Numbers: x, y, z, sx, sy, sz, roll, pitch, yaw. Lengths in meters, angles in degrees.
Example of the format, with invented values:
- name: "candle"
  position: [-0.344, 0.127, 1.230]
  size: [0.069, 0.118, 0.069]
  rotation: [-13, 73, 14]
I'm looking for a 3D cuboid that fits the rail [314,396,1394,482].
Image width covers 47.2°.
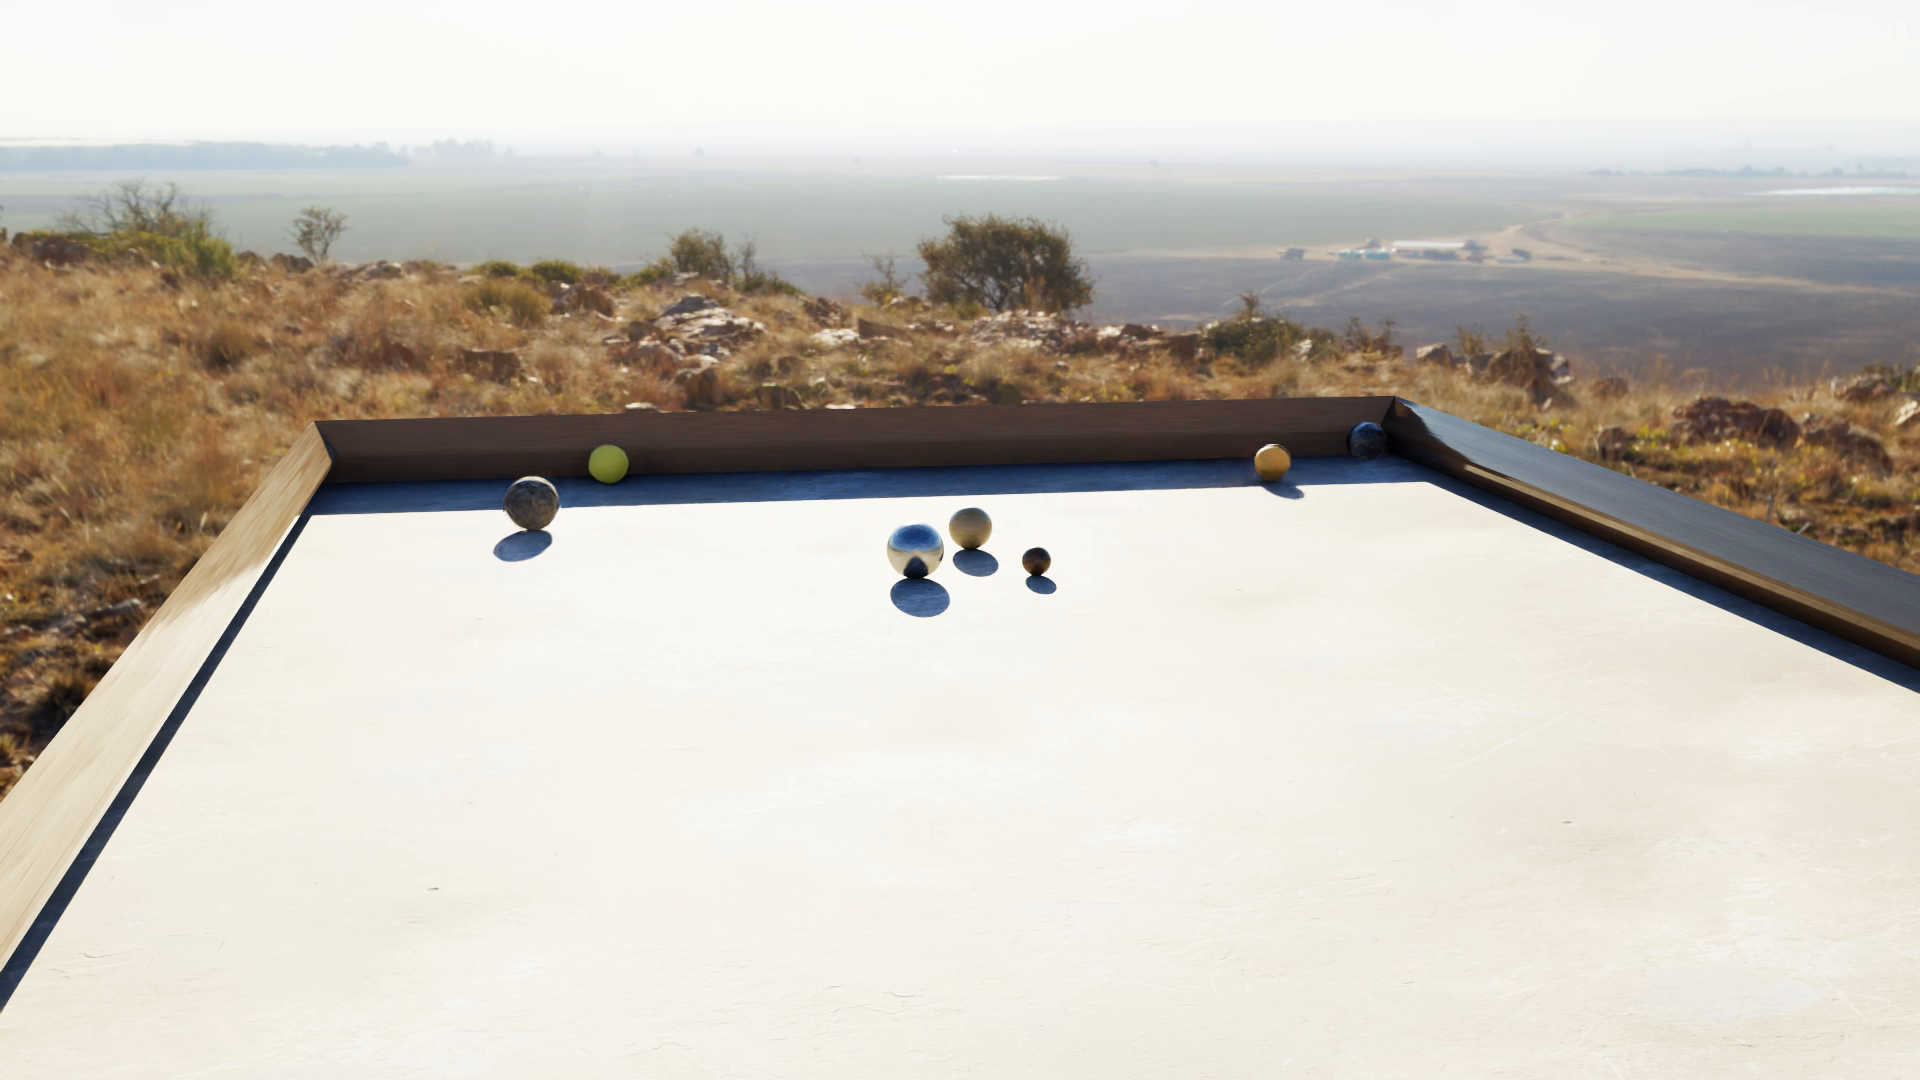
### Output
- name: "rail"
  position: [-0.146, -0.180, 3.940]
  size: [1.962, 0.107, 0.045]
  rotation: [-2, 11, -10]

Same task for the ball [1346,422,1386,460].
- name: "ball"
  position: [0.748, -0.181, 4.044]
  size: [0.072, 0.072, 0.072]
  rotation: [0, 11, 0]

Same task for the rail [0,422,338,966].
- name: "rail"
  position: [-0.792, 0.173, 2.127]
  size: [0.045, 0.107, 3.462]
  rotation: [-2, 11, -10]

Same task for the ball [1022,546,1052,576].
- name: "ball"
  position: [0.106, 0.029, 3.043]
  size: [0.042, 0.042, 0.042]
  rotation: [0, 11, 0]

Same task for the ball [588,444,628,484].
- name: "ball"
  position: [-0.607, -0.131, 3.797]
  size: [0.068, 0.068, 0.068]
  rotation: [0, 11, 0]

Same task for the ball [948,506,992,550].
- name: "ball"
  position: [0.015, -0.018, 3.224]
  size: [0.065, 0.065, 0.065]
  rotation: [0, 11, 0]

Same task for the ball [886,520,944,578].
- name: "ball"
  position: [-0.061, 0.013, 3.022]
  size: [0.080, 0.080, 0.080]
  rotation: [0, 11, 0]

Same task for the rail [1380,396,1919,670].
- name: "rail"
  position: [1.093, 0.109, 2.453]
  size: [0.045, 0.107, 3.462]
  rotation: [-2, 11, -10]

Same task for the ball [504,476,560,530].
- name: "ball"
  position: [-0.656, -0.056, 3.372]
  size: [0.083, 0.083, 0.083]
  rotation: [0, 11, 0]

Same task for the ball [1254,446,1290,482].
- name: "ball"
  position: [0.542, -0.133, 3.821]
  size: [0.062, 0.062, 0.062]
  rotation: [0, 11, 0]
